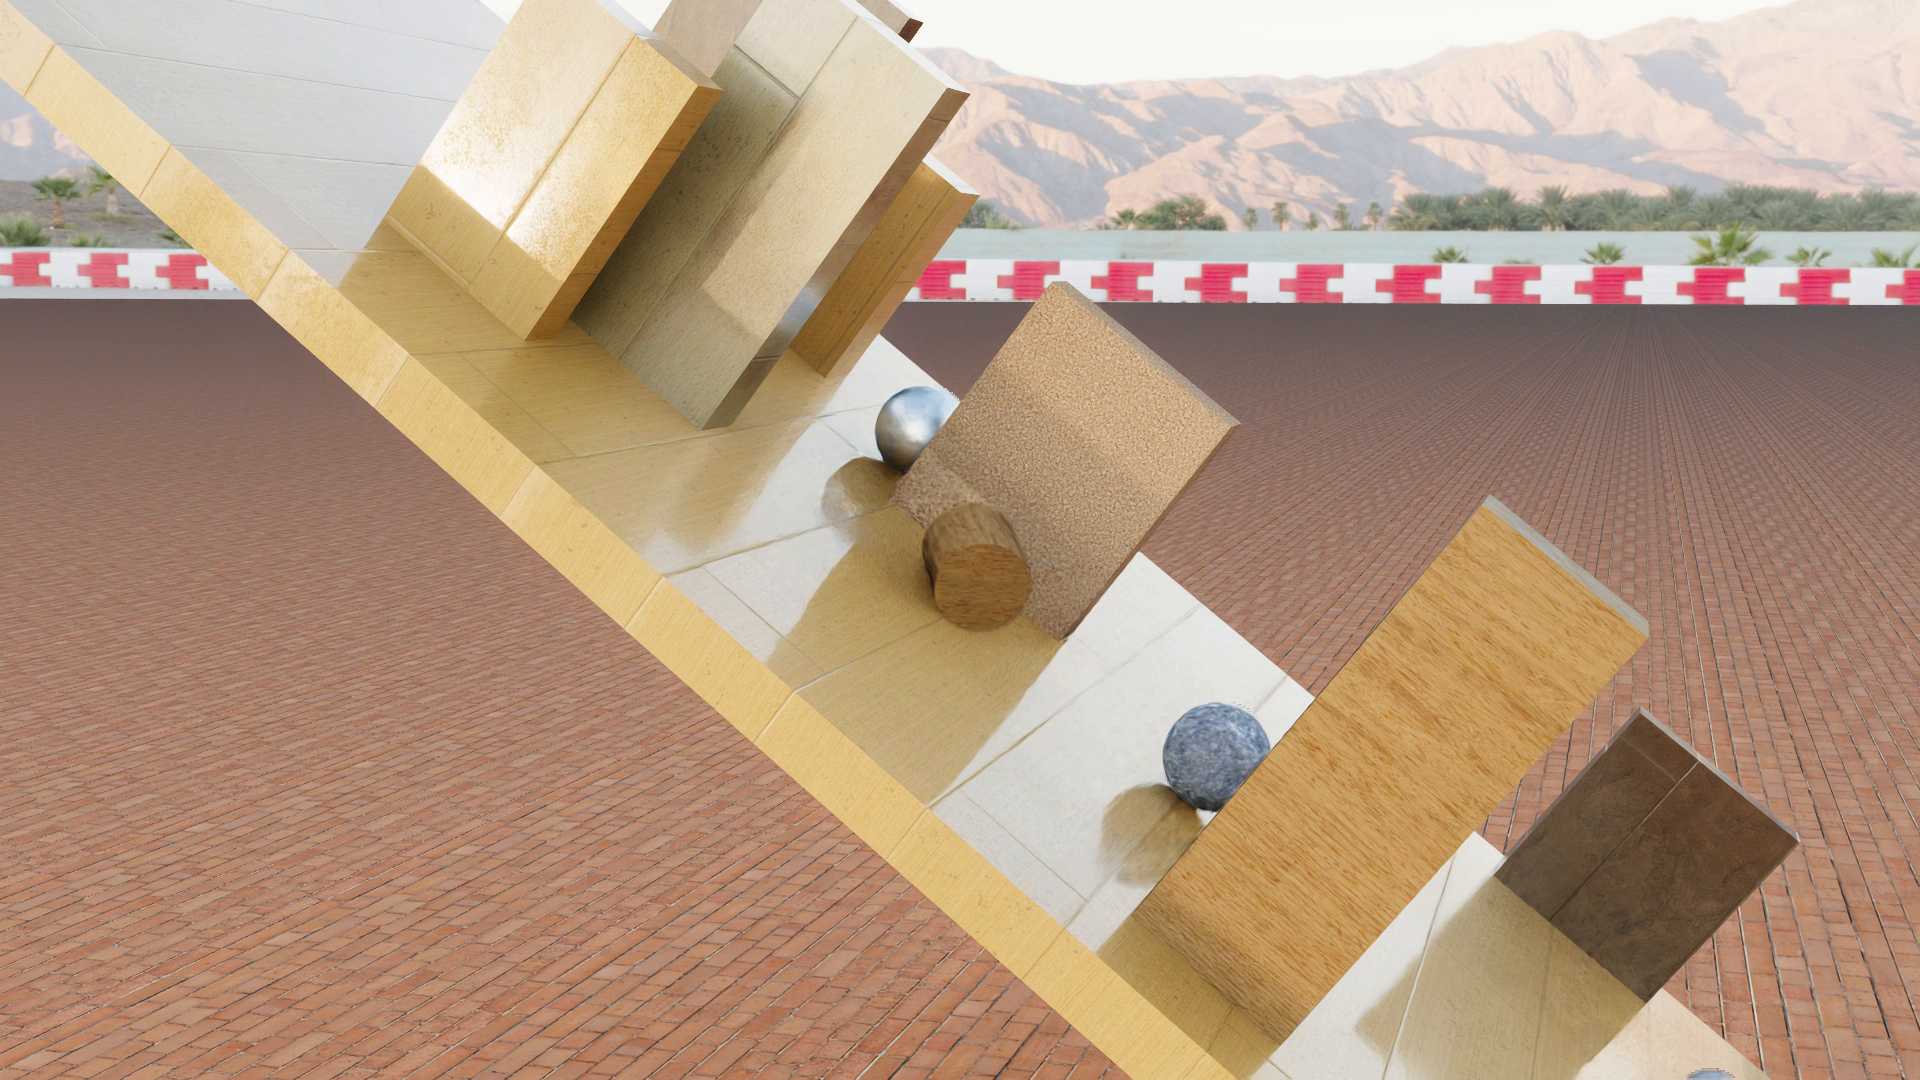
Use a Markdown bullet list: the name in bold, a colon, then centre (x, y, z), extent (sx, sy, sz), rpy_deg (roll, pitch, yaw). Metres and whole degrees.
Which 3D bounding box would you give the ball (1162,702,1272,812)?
- **ball**: centre (0.438, 0.370, 3.740), extent (0.185, 0.185, 0.185), rpy_deg (0, 7, 0)

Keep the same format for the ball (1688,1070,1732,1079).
- **ball**: centre (1.383, 1.036, 4.047), extent (0.117, 0.117, 0.117), rpy_deg (0, 7, 0)

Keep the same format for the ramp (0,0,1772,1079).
- **ramp**: centre (-0.030, 0.083, 4.054), extent (4.000, 0.100, 2.000), rpy_deg (40, 16, 9)

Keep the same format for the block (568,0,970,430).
- **block**: centre (-0.340, -0.573, 3.725), extent (0.341, 0.714, 0.131), rpy_deg (40, 16, 9)

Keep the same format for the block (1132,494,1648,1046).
- **block**: centre (0.604, 0.329, 3.127), extent (0.279, 0.780, 0.148), rpy_deg (40, 16, 9)

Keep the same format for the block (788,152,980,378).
- **block**: centre (-0.237, -0.620, 4.519), extent (0.320, 0.472, 0.136), rpy_deg (40, 16, 9)

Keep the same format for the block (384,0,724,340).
- **block**: centre (-0.660, -0.621, 3.551), extent (0.321, 0.504, 0.102), rpy_deg (40, 16, 9)

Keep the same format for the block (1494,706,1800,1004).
- **block**: centre (1.418, 0.652, 4.562), extent (0.402, 0.460, 0.082), rpy_deg (40, 16, 9)

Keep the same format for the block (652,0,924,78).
- **block**: centre (-0.443, -0.846, 4.281), extent (0.412, 0.703, 0.086), rpy_deg (40, 16, 9)

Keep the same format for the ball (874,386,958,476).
- **ball**: centre (-0.074, -0.208, 4.252), extent (0.182, 0.182, 0.182), rpy_deg (0, 7, 0)

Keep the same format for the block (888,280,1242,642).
- **block**: centre (0.189, -0.146, 4.049), extent (0.417, 0.509, 0.109), rpy_deg (40, 16, 9)

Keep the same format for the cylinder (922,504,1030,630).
- **cylinder**: centre (0.026, 0.046, 3.794), extent (0.164, 0.164, 0.164), rpy_deg (-1, 26, -8)
